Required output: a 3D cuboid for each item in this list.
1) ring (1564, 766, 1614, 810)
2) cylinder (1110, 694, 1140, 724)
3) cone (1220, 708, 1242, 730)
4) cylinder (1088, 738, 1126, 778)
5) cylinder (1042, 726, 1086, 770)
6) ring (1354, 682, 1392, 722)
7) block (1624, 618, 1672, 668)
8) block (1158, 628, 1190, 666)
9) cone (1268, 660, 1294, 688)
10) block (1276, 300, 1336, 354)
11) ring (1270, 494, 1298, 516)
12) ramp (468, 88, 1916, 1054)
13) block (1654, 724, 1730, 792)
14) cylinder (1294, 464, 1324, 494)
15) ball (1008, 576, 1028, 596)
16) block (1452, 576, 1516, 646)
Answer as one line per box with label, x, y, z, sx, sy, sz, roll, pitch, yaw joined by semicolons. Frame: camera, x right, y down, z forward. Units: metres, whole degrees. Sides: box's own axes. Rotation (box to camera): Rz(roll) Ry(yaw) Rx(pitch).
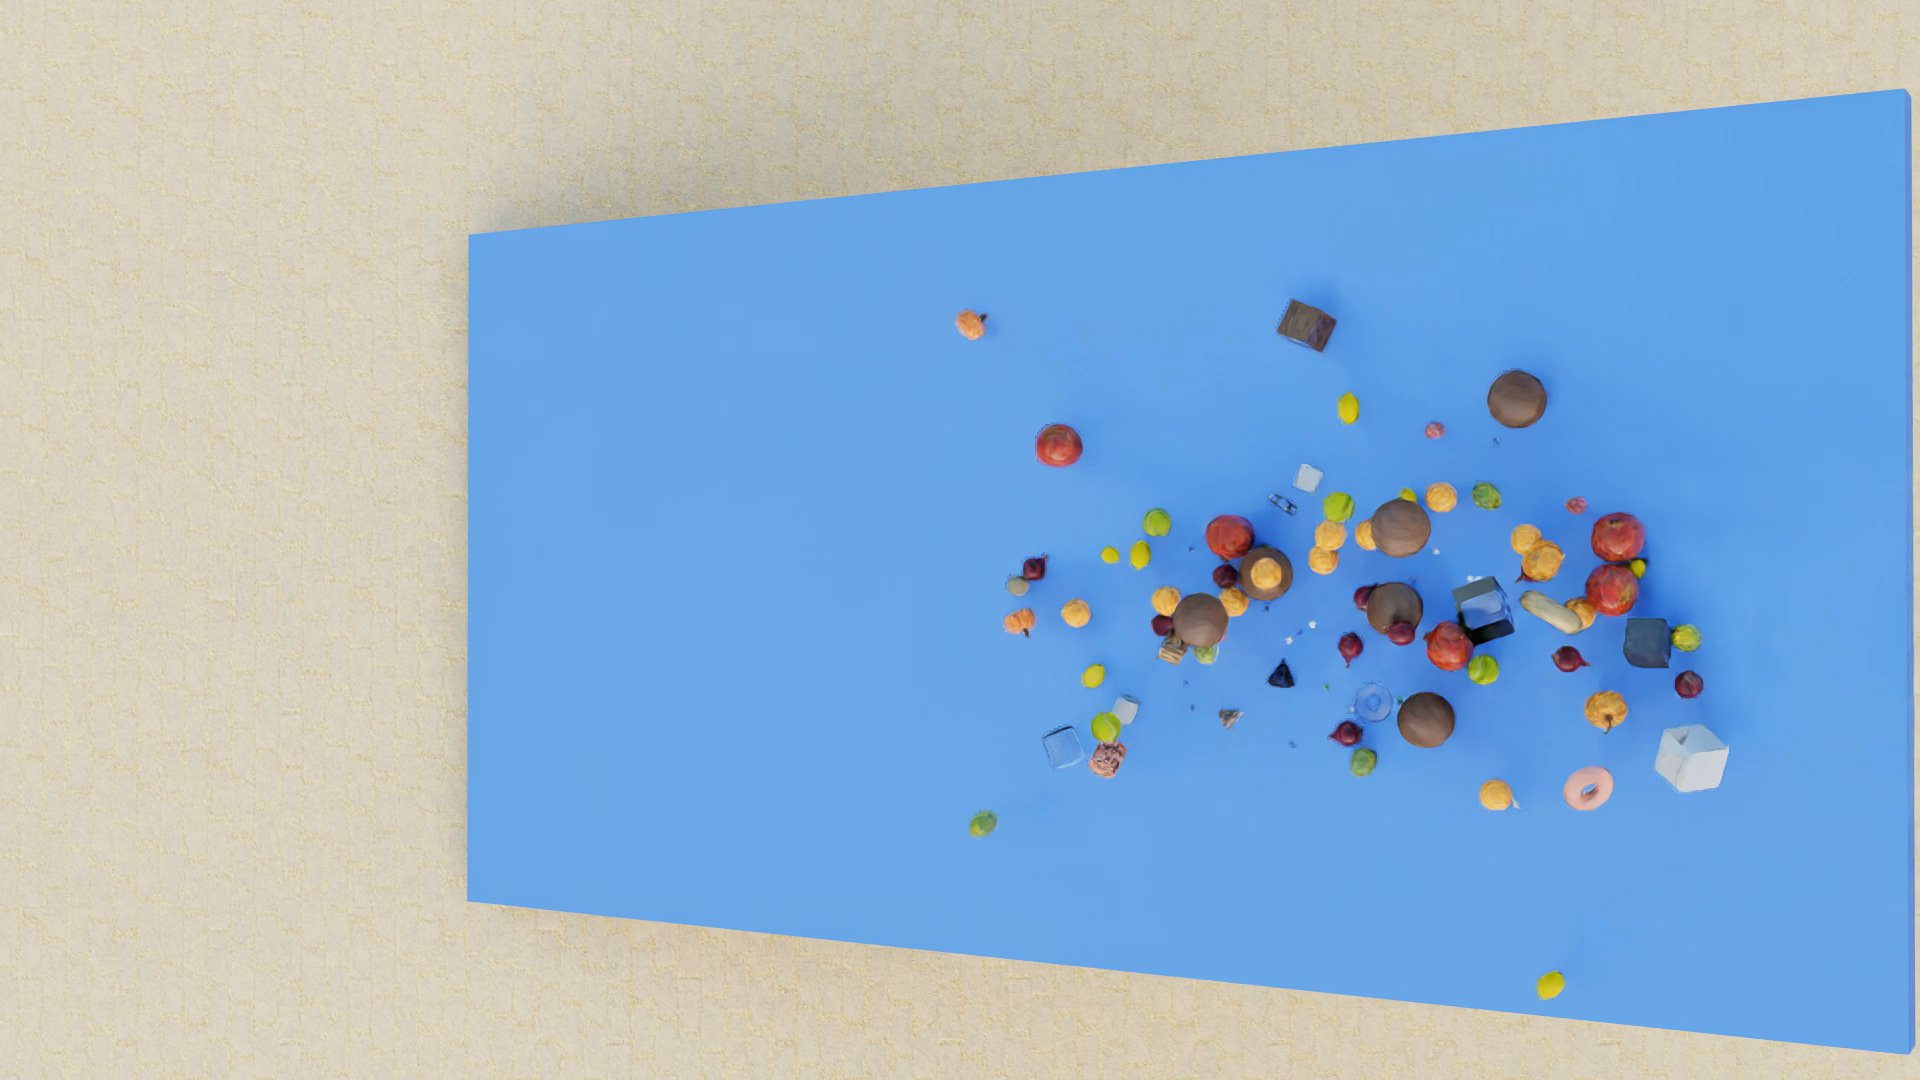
ring;1.352;0.534;4.727;0.112;0.037;0.112;-6;123;-10
cylinder;0.408;0.418;5.437;0.057;0.057;0.057;24;103;0
cone;0.660;0.422;5.286;0.052;0.052;0.052;-28;89;36
cylinder;0.362;0.535;5.396;0.071;0.071;0.071;31;59;0
cylinder;0.259;0.521;5.507;0.086;0.086;0.086;-23;77;0
ring;0.963;0.379;5.122;0.095;0.032;0.095;-3;85;33
block;1.490;0.223;4.762;0.081;0.081;0.081;0;64;30
block;0.521;0.261;5.349;0.055;0.055;0.055;25;134;-1
cone;0.769;0.310;5.240;0.065;0.065;0.065;11;65;0
block;0.815;-0.502;5.171;0.085;0.085;0.085;27;93;39
ring;0.767;-0.085;5.211;0.076;0.076;0.025;33;94;0
ramp;0.267;0.073;5.617;4.000;0.100;2.000;0;89;31
block;1.559;0.465;4.686;0.097;0.097;0.097;-5;120;-18
cylinder;0.824;-0.145;5.196;0.054;0.054;0.054;22;100;0
ball;0.148;0.116;5.597;0.054;0.054;0.054;0;89;0
block;1.173;0.159;4.926;0.098;0.098;0.098;-22;48;22
